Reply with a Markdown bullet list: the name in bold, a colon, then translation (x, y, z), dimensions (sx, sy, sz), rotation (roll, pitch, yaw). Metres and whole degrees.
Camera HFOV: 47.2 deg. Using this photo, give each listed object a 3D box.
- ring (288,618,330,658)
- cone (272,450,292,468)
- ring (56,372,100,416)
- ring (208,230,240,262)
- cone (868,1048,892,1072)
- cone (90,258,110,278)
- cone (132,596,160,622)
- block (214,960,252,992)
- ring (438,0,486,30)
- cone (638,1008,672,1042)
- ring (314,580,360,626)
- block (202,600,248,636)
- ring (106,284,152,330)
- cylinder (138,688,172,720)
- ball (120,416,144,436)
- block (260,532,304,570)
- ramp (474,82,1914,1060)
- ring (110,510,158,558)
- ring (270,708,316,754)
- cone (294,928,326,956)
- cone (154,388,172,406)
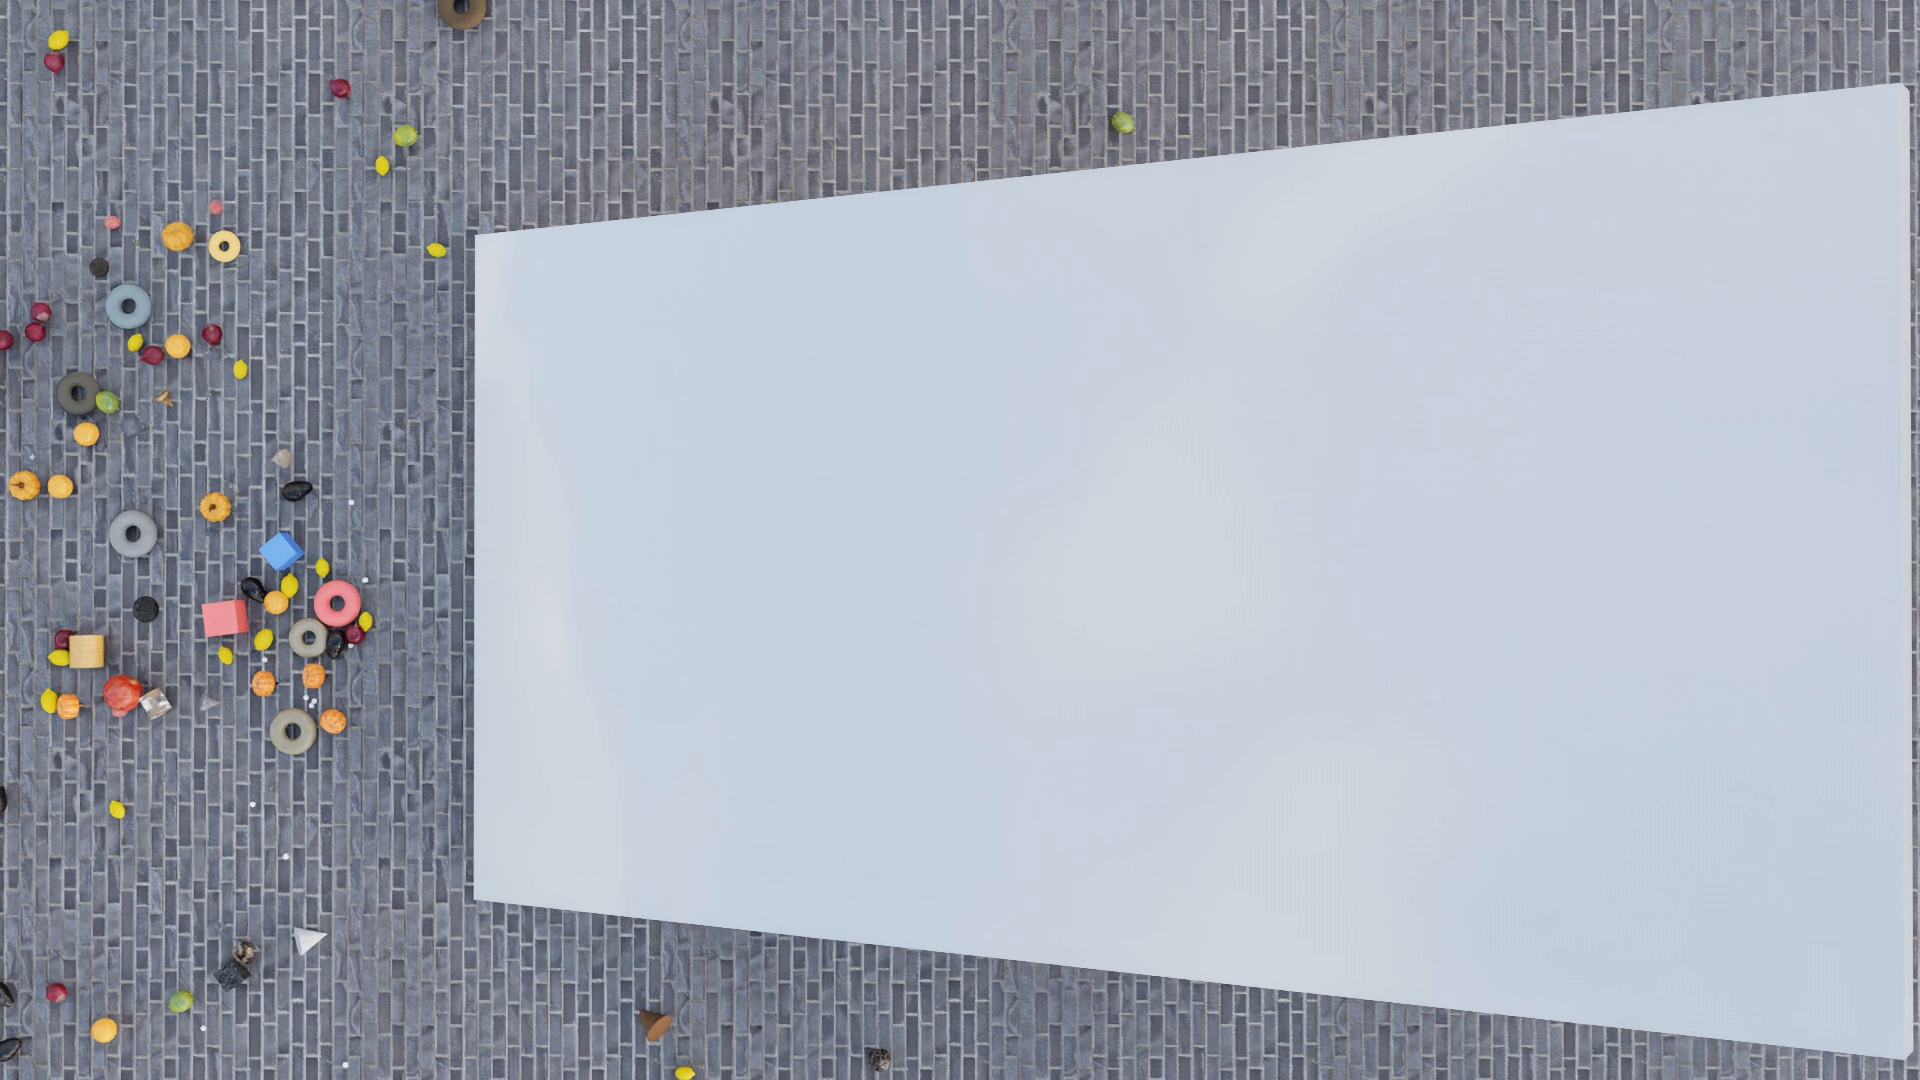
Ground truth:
- **ring**: translation (-1.978, 0.297, 6.683), dimensions (0.123, 0.041, 0.123), rotation (0, 91, 0)
- **cone**: translation (-2.077, -0.246, 6.694), dimensions (0.058, 0.058, 0.058), rotation (-2, 89, 27)
- **ring**: translation (-2.681, -0.445, 6.687), dimensions (0.135, 0.045, 0.135), rotation (0, 90, 1)
- **ring**: translation (-2.240, -0.894, 6.698), dimensions (0.096, 0.032, 0.096), rotation (0, 91, -1)
- **cone**: translation (-0.244, 1.582, 6.656), dimensions (0.070, 0.070, 0.070), rotation (0, 89, 0)
- **cone**: translation (-2.627, -0.832, 6.682), dimensions (0.061, 0.061, 0.061), rotation (0, 89, 0)
- **cone**: translation (-2.482, 0.211, 6.662), dimensions (0.082, 0.082, 0.082), rotation (0, 89, 0)
- **block**: translation (-2.204, 1.317, 6.660), dimensions (0.068, 0.068, 0.068), rotation (-35, 90, 0)
- **ring**: translation (-1.517, -1.628, 6.696), dimensions (0.148, 0.049, 0.148), rotation (0, 89, -1)
- **cone**: translation (-0.943, 1.451, 6.670), dimensions (0.098, 0.098, 0.098), rotation (36, 90, 27)
- **ring**: translation (-1.891, 0.193, 6.680), dimensions (0.143, 0.048, 0.143), rotation (0, 88, 1)
- **block**: translation (-2.223, 0.237, 6.654), dimensions (0.098, 0.098, 0.098), rotation (-8, 89, 0)
- **ring**: translation (-2.528, -0.711, 6.689), dimensions (0.139, 0.046, 0.139), rotation (0, 89, -1)
- **cylinder**: translation (-2.439, 0.497, 6.666), dimensions (0.070, 0.070, 0.070), rotation (-34, 90, 0)
- **ball**: translation (-2.514, -0.346, 6.676), dimensions (0.065, 0.065, 0.065), rotation (0, 89, 0)
- **block**: translation (-2.055, 0.035, 6.664), dimensions (0.082, 0.082, 0.082), rotation (-39, 90, 0)
- **ramp**: translation (0.261, 0.072, 5.603), dimensions (4.000, 0.100, 2.000), rotation (0, 89, 32)
- **ring**: translation (-2.512, -0.019, 6.682), dimensions (0.146, 0.049, 0.146), rotation (0, 90, 1)
- **ring**: translation (-2.025, 0.581, 6.677), dimensions (0.143, 0.048, 0.143), rotation (0, 90, 1)
- **cone**: translation (-1.964, 1.207, 6.674), dimensions (0.090, 0.090, 0.090), rotation (-12, 89, -27)
- **cone**: translation (-2.415, -0.425, 6.697), dimensions (0.052, 0.052, 0.052), rotation (-38, 116, 0)
